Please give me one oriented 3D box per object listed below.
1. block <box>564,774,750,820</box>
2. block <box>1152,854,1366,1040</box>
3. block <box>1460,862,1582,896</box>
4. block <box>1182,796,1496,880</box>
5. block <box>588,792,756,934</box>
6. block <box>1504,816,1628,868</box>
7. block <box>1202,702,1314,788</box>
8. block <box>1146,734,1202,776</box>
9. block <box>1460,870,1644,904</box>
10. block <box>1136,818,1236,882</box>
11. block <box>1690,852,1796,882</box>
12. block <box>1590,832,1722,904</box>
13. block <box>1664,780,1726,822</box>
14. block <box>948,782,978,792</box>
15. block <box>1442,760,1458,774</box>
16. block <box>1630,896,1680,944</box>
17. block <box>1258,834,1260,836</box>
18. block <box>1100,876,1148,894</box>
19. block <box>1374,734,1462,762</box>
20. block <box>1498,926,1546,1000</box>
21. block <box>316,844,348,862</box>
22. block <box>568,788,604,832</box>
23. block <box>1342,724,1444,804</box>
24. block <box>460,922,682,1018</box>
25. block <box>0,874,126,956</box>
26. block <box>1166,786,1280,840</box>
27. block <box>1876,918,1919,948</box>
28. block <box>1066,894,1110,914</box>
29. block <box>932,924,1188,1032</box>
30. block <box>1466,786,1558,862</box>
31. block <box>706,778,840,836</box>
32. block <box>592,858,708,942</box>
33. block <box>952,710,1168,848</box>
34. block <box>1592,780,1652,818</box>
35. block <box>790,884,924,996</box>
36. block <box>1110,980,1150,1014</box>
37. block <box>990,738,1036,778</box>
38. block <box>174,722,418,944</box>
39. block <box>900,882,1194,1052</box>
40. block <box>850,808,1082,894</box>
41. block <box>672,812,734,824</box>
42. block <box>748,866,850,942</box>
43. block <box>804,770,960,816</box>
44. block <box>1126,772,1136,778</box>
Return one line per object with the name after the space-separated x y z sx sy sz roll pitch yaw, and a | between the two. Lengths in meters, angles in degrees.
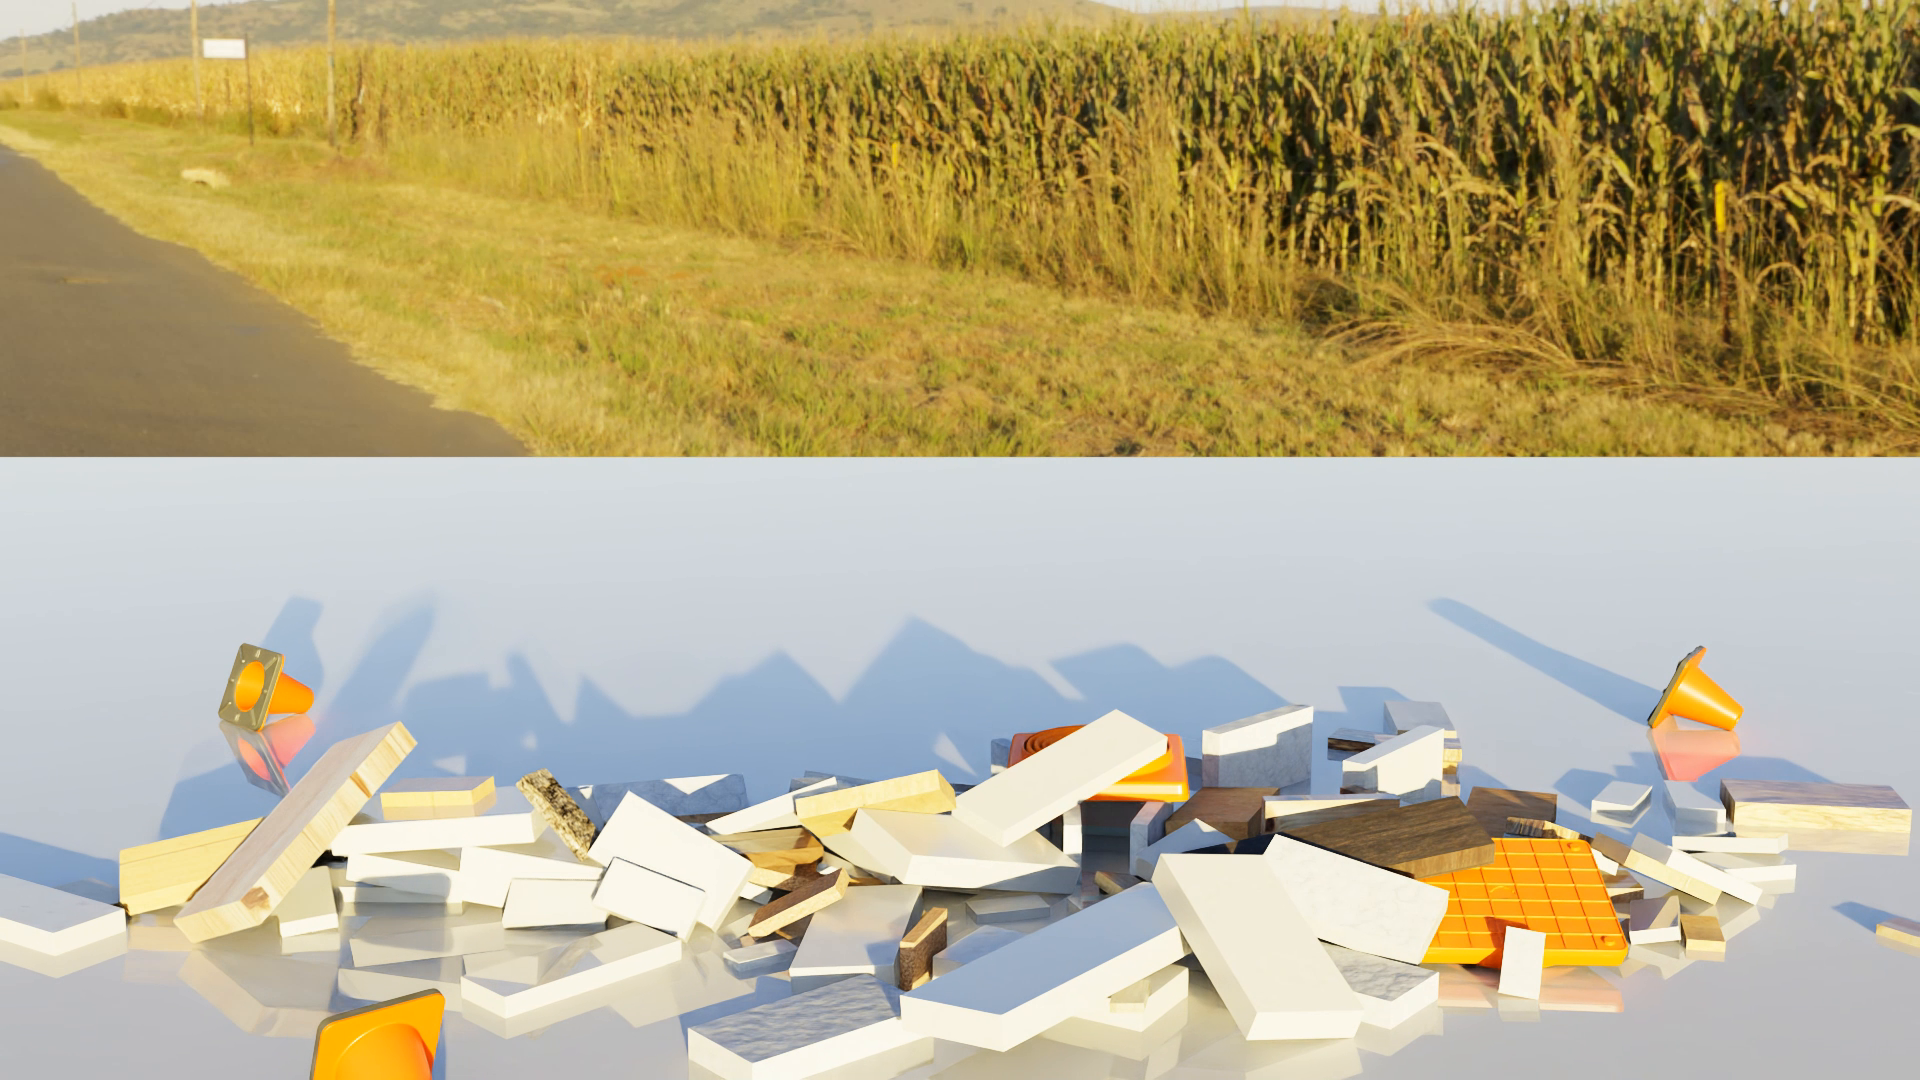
-0.554 0.491 3.918 0.354 0.036 0.128 -3 47 -16 | block
0.426 0.583 3.181 0.174 0.049 0.348 4 29 -23 | block
0.923 0.559 3.624 0.182 0.026 0.091 0 11 2 | block
0.602 0.506 3.503 0.473 0.040 0.141 -10 28 -10 | block
-0.462 0.515 3.522 0.241 0.121 0.034 27 -19 15 | block
1.036 0.515 3.740 0.196 0.028 0.098 20 -11 -22 | block
0.573 0.413 4.229 0.289 0.144 0.041 -10 15 -44 | block
0.390 0.424 4.468 0.327 0.034 0.120 7 13 34 | block
0.981 0.578 3.664 0.289 0.026 0.091 0 11 -1 | block
0.431 0.550 3.533 0.141 0.040 0.282 -25 34 -33 | block
1.327 0.559 3.766 0.175 0.025 0.088 -2 11 -11 | block
1.148 0.541 3.628 0.196 0.028 0.098 24 3 -19 | block
1.380 0.491 4.135 0.088 0.025 0.176 2 11 10 | block
-0.010 0.460 4.098 0.053 0.015 0.286 4 -6 21 | block
0.911 0.441 4.407 0.168 0.024 0.084 3 11 16 | block
1.105 0.603 3.495 0.074 0.021 0.148 -10 7 19 | block
0.525 0.523 3.912 0.122 0.017 0.061 -5 4 -31 | block
0.315 0.580 3.667 0.148 0.021 0.074 -4 11 -22 | block
0.917 0.416 4.408 0.168 0.024 0.084 2 11 9 | block
0.834 0.627 3.262 0.057 0.016 0.114 9 42 13 | block
-1.083 0.516 3.786 0.258 0.037 0.129 -3 -23 -14 | block
-0.660 0.504 3.836 0.076 0.021 0.151 -9 48 -26 | block
0.792 0.447 4.021 0.043 0.153 0.306 8 13 38 | block
-0.580 0.642 3.300 0.113 0.032 0.319 10 15 44 | block
-1.539 0.593 3.552 0.420 0.037 0.129 7 12 32 | block
0.476 0.494 3.952 0.144 0.041 0.328 -1 4 18 | block
1.635 0.654 3.278 0.057 0.016 0.553 -7 13 -35 | block
0.227 0.598 3.525 0.074 0.021 0.148 -3 5 -13 | block
0.147 0.645 3.254 0.346 0.044 0.154 6 12 30 | block
0.986 0.514 3.960 0.153 0.043 0.306 3 11 18 | block
-0.306 0.470 3.707 0.226 0.032 0.113 -19 -24 -5 | block
-0.488 0.568 3.466 0.161 0.081 0.023 19 -25 12 | block
0.175 0.405 3.781 0.412 0.034 0.121 -24 38 -39 | block
1.251 0.489 4.156 0.074 0.021 0.149 6 12 30 | block
-0.154 0.609 3.367 0.154 0.044 0.309 -4 13 8 | block
0.239 0.642 3.094 0.048 0.014 0.096 -3 8 11 | block
0.125 0.449 4.143 0.029 0.104 0.208 -6 12 -30 | block
-1.065 0.465 3.546 0.174 0.049 0.444 -19 24 34 | block
0.172 0.605 3.171 0.175 0.049 0.591 2 9 39 | block
0.011 0.513 3.626 0.349 0.049 0.175 10 14 -36 | block
-0.425 0.511 3.819 0.256 0.036 0.128 -3 11 -14 | block
-0.254 0.574 3.473 0.161 0.023 0.081 -28 9 12 | block
-0.093 0.475 3.995 0.348 0.049 0.174 5 -9 27 | block
0.292 0.449 4.141 0.029 0.104 0.208 -2 11 -8 | block
